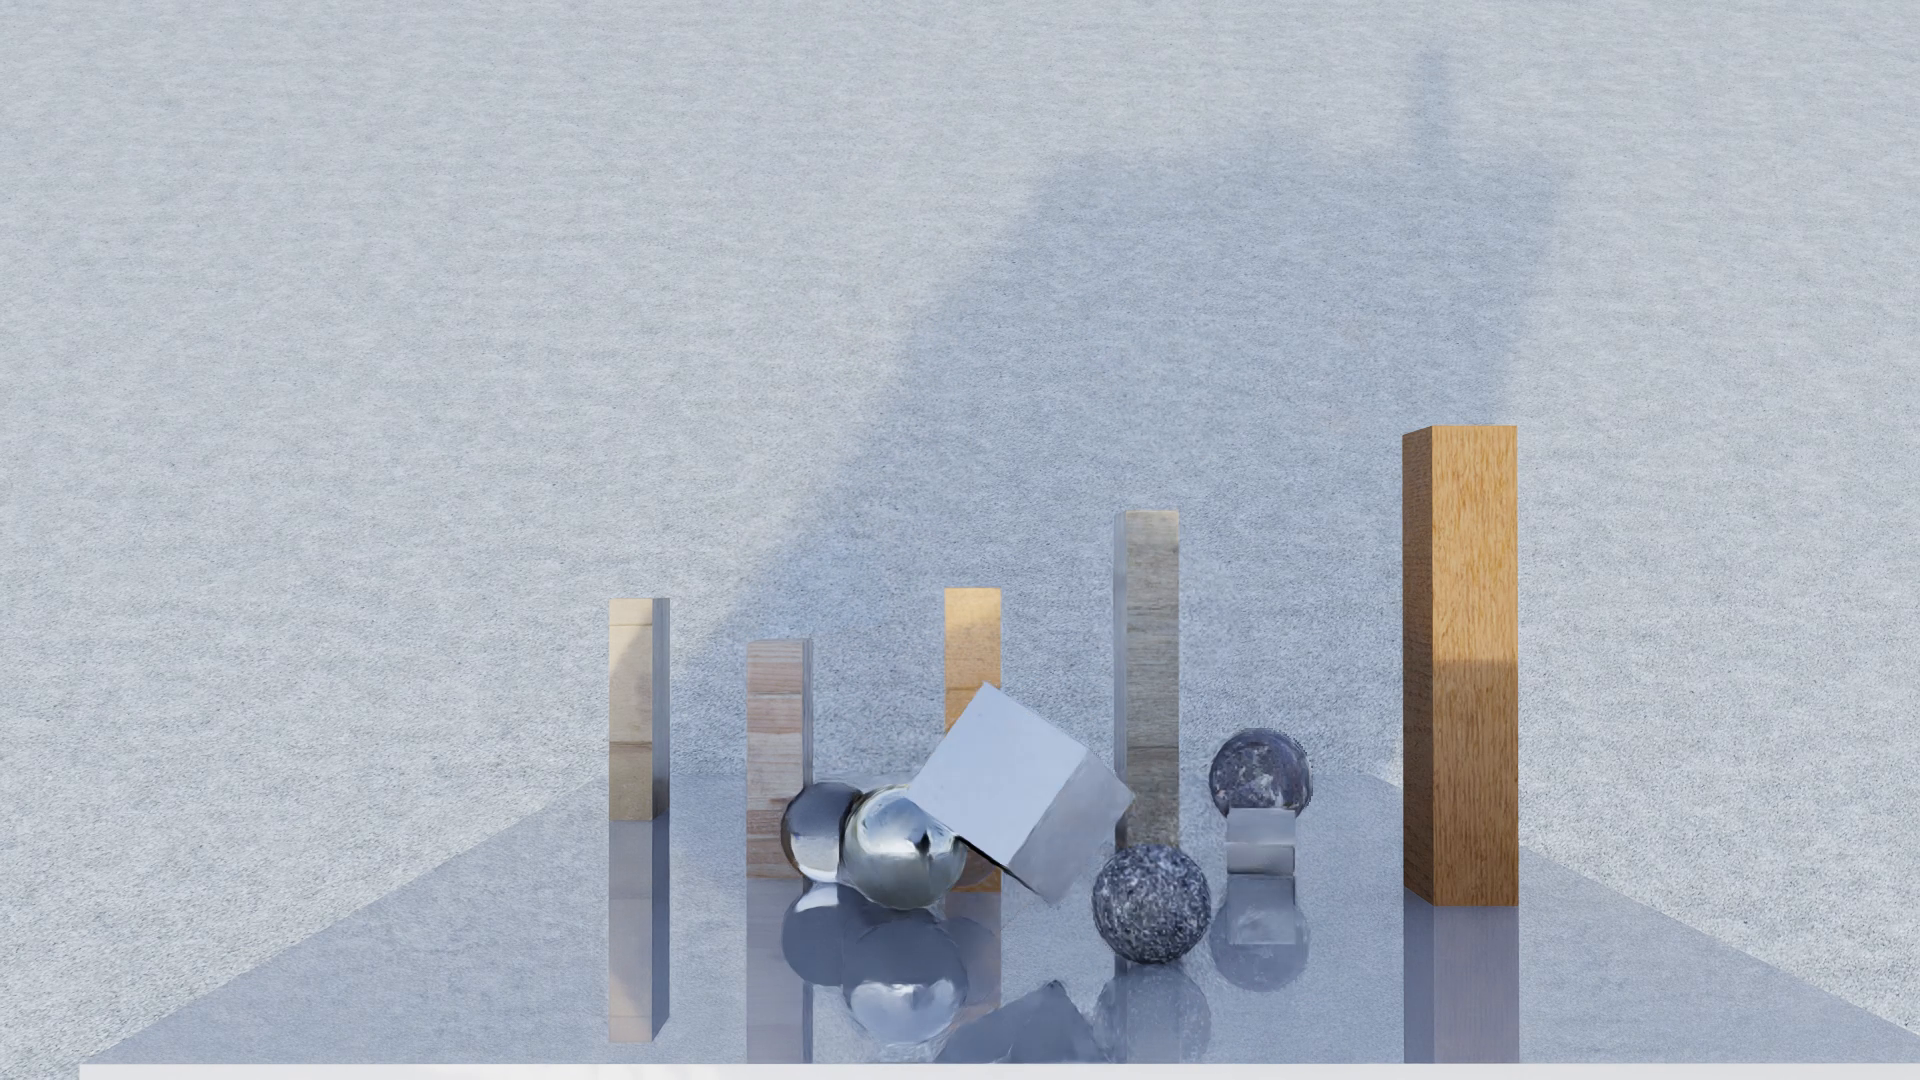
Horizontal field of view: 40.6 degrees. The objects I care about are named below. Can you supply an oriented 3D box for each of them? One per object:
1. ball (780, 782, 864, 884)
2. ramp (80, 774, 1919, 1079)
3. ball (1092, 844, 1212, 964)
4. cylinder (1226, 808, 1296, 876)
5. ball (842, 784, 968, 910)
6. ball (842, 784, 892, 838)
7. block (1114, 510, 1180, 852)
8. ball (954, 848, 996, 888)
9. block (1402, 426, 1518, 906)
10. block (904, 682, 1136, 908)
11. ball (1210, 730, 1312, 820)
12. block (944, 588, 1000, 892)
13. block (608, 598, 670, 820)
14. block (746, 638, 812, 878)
[{"bbox_3d":[-0.216,0.490,4.344,0.171,0.171,0.171,0,32,0],"label":"ball"},{"bbox_3d":[0.072,0.631,4.730,2.000,0.100,4.000,0,-1,0],"label":"ramp"},{"bbox_3d":[0.254,0.482,3.438,0.160,0.160,0.160,0,32,0],"label":"ball"},{"bbox_3d":[0.517,0.517,4.449,0.114,0.114,0.114,1,32,8],"label":"cylinder"},{"bbox_3d":[-0.083,0.467,3.947,0.191,0.191,0.191,0,32,0],"label":"ball"},{"bbox_3d":[-0.108,0.482,4.213,0.169,0.169,0.169,0,32,0],"label":"ball"},{"bbox_3d":[0.349,0.266,4.883,0.095,0.634,0.373,0,-1,0],"label":"block"},{"bbox_3d":[-0.002,0.477,4.094,0.141,0.141,0.141,0,32,0],"label":"ball"},{"bbox_3d":[0.805,0.198,4.186,0.133,0.750,0.275,0,-1,0],"label":"block"},{"bbox_3d":[0.085,0.355,3.609,0.194,0.194,0.194,32,82,33],"label":"block"},{"bbox_3d":[0.544,0.436,4.691,0.185,0.185,0.185,0,32,0],"label":"ball"},{"bbox_3d":[0.021,0.329,4.421,0.091,0.495,0.390,0,-1,0],"label":"block"},{"bbox_3d":[-0.696,0.361,5.642,0.091,0.468,0.331,0,-1,0],"label":"block"},{"bbox_3d":[-0.315,0.378,4.570,0.095,0.401,0.312,0,-1,0],"label":"block"}]
